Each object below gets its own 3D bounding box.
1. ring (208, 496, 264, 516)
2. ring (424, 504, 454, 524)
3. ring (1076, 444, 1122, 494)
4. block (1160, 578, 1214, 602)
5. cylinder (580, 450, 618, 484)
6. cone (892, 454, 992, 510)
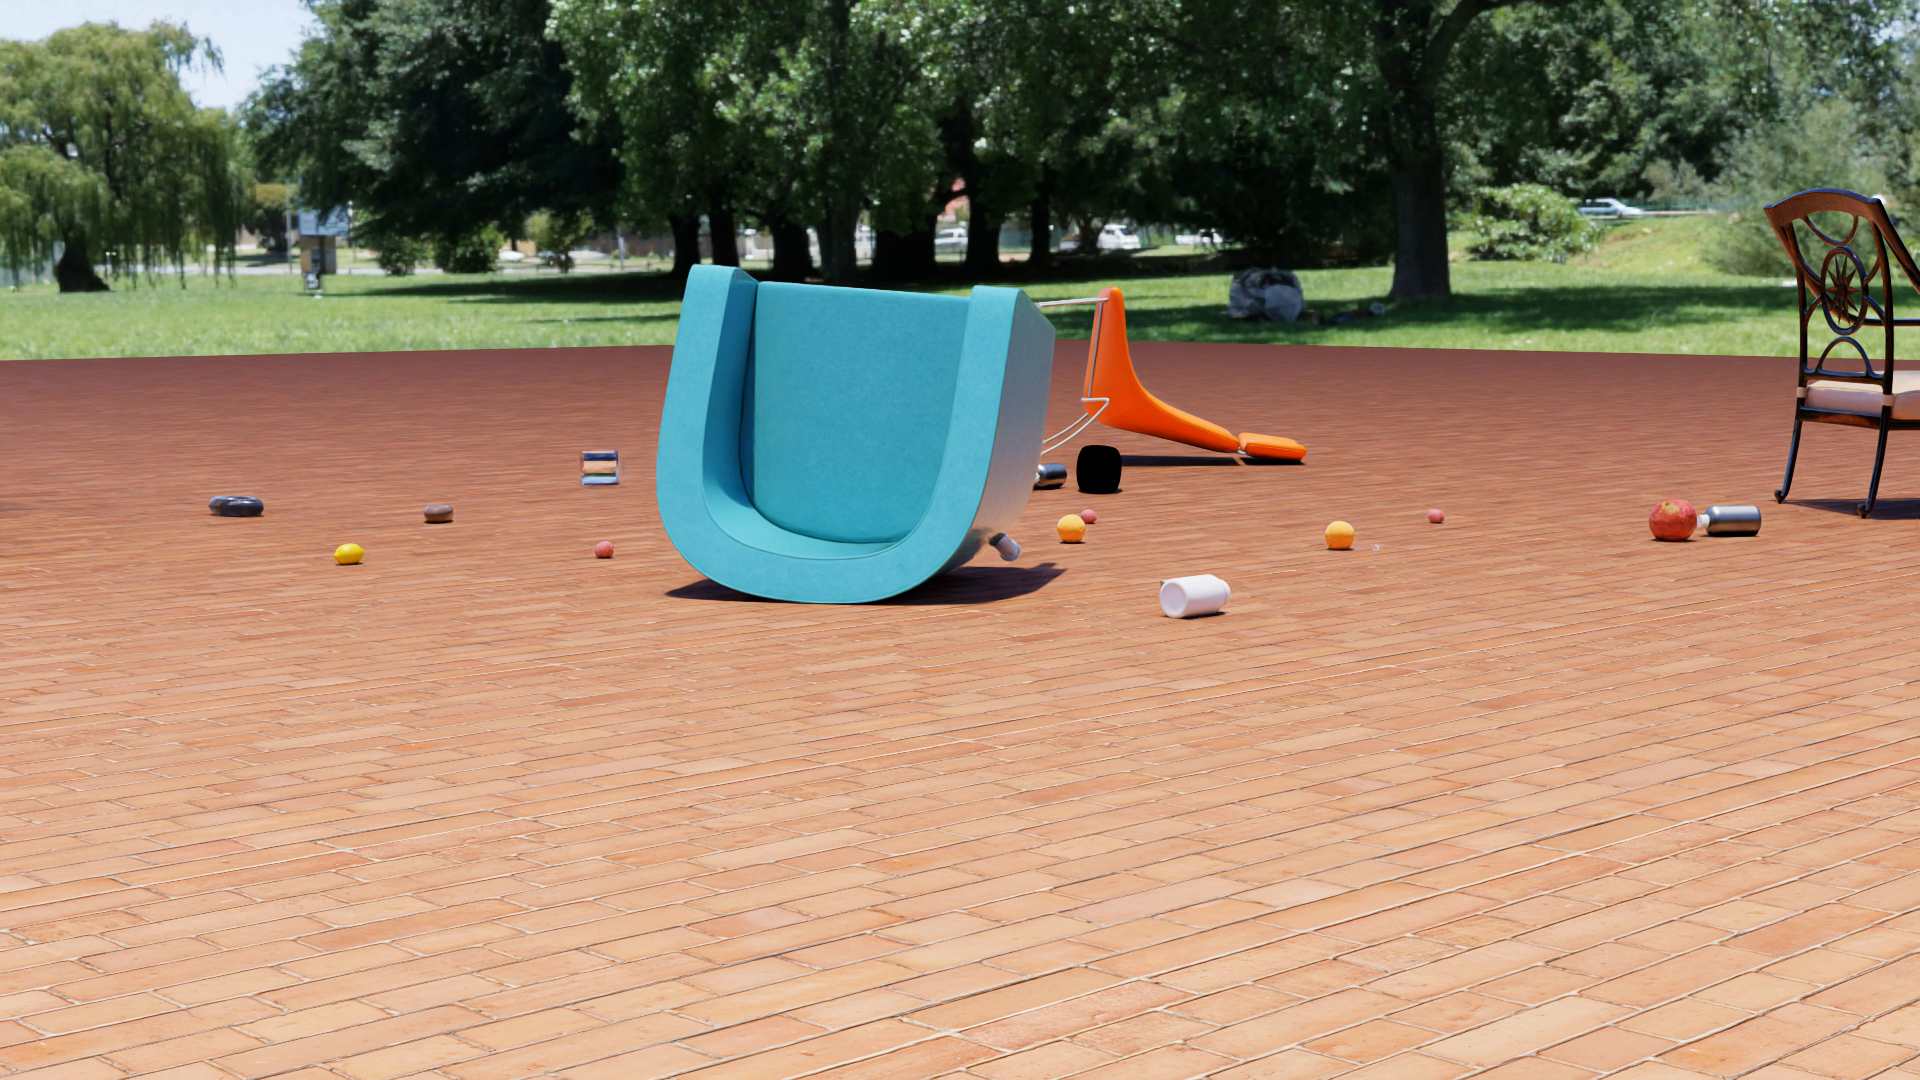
[{"bbox_3d":[-1.995,-0.092,7.071,0.184,0.050,0.110,5,8,31],"label":"ring"},{"bbox_3d":[-1.400,-0.070,6.888,0.078,0.043,0.133,2,5,-2],"label":"ring"},{"bbox_3d":[0.427,-0.217,7.881,0.139,0.134,0.310,3,7,2],"label":"ring"},{"bbox_3d":[0.462,0.103,5.217,0.101,0.041,0.037,-1,6,-10],"label":"block"},{"bbox_3d":[-1.142,-0.230,8.119,0.110,0.089,0.134,-2,-29,-15],"label":"cylinder"},{"bbox_3d":[-0.025,-0.130,7.314,0.299,0.148,0.162,20,38,31],"label":"cone"}]
